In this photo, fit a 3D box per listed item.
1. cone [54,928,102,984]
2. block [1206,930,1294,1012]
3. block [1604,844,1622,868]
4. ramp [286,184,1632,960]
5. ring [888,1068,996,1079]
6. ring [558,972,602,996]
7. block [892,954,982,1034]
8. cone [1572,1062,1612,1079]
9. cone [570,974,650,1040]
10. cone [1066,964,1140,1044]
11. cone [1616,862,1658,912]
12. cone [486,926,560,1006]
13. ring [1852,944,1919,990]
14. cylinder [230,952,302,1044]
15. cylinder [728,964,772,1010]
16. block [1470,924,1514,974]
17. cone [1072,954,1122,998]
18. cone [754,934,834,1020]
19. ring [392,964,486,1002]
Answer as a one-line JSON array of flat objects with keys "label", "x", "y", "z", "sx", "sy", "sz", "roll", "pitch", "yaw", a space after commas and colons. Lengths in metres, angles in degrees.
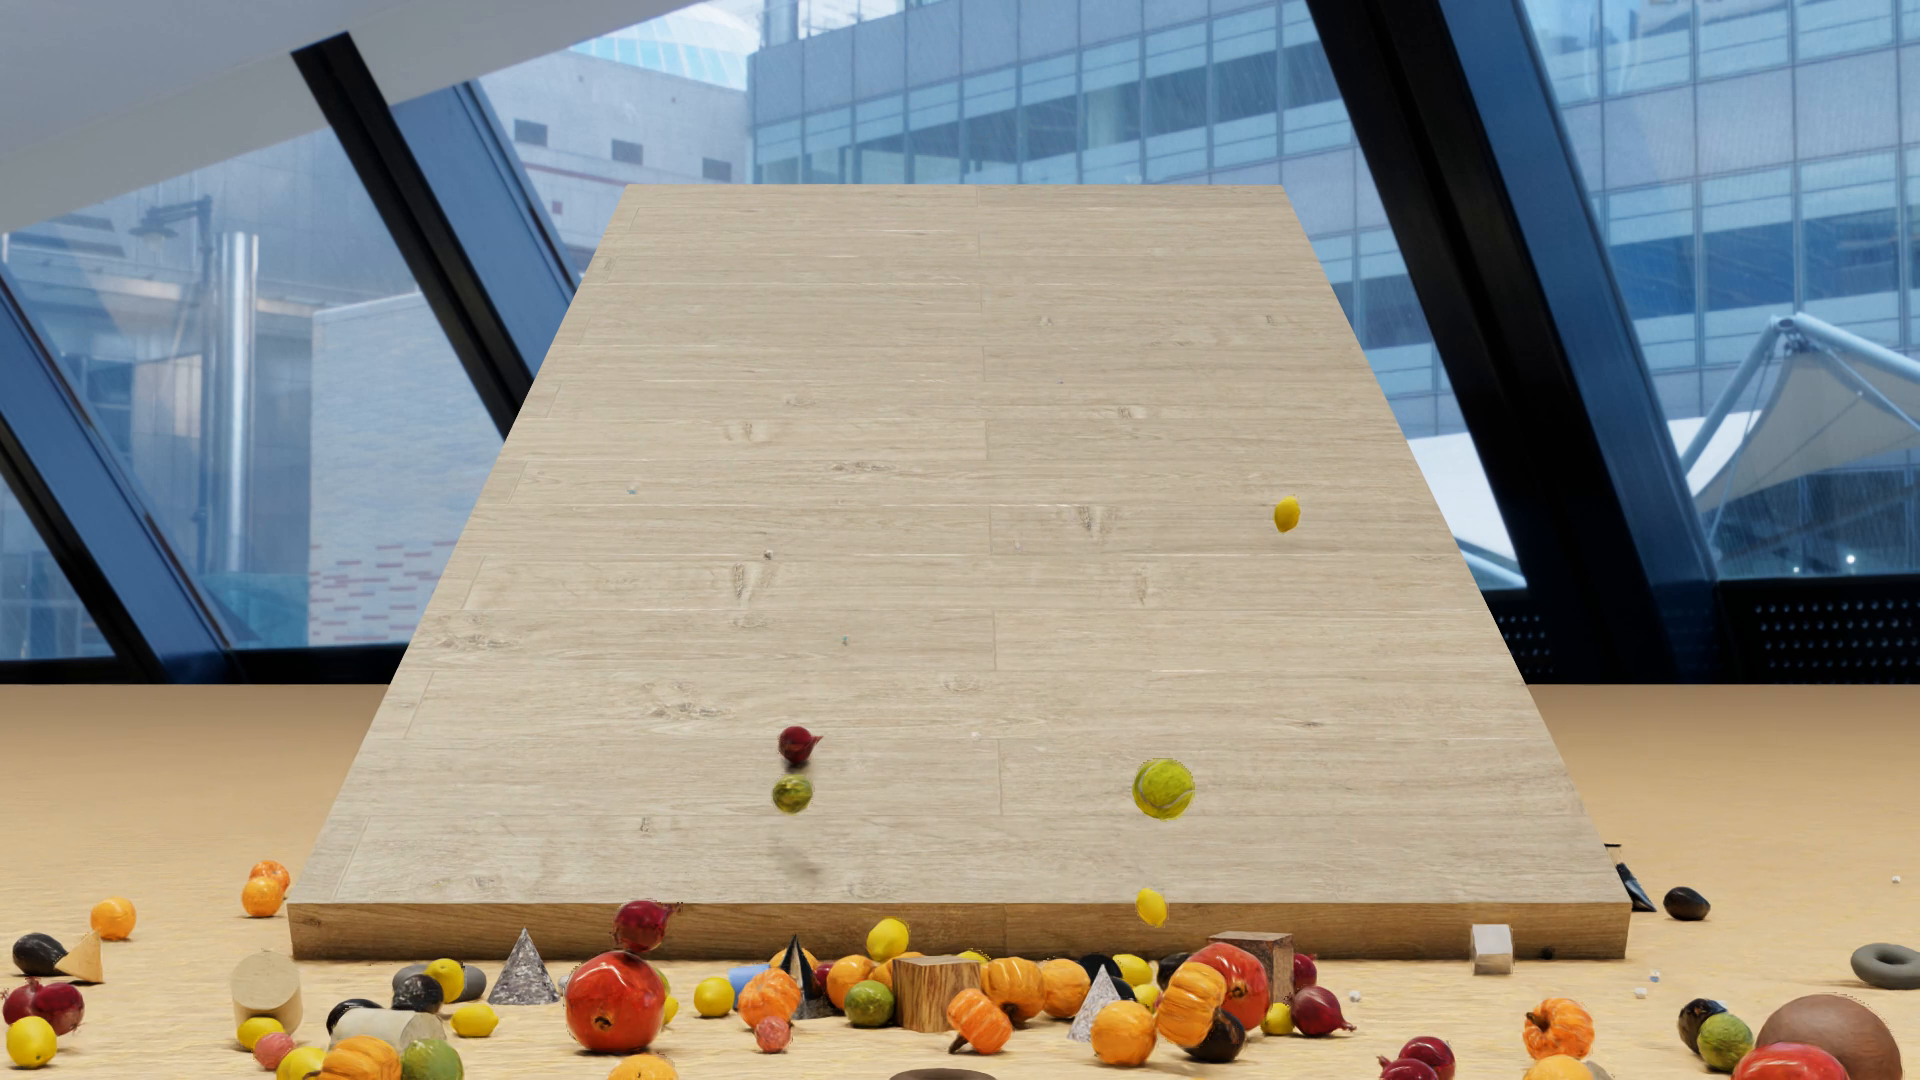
[{"label": "cone", "x": -1.209, "y": 0.570, "z": 3.228, "sx": 0.069, "sy": 0.069, "sz": 0.069, "roll": 21, "pitch": -10, "yaw": 4}, {"label": "block", "x": 0.376, "y": 0.557, "z": 3.013, "sx": 0.089, "sy": 0.089, "sz": 0.089, "roll": -2, "pitch": -4, "yaw": 25}, {"label": "block", "x": 1.271, "y": 0.654, "z": 4.637, "sx": 0.089, "sy": 0.089, "sz": 0.089, "roll": -1, "pitch": -4, "yaw": 20}, {"label": "ramp", "x": -0.008, "y": -0.228, "z": 5.304, "sx": 2.000, "sy": 0.100, "sz": 4.000, "roll": 0, "pitch": 24, "yaw": 0}, {"label": "ring", "x": -0.016, "y": 0.537, "z": 2.246, "sx": 0.120, "sy": 0.040, "sz": 0.120, "roll": 1, "pitch": -3, "yaw": 0}, {"label": "ring", "x": -0.501, "y": 0.596, "z": 3.116, "sx": 0.077, "sy": 0.026, "sz": 0.077, "roll": 0, "pitch": -2, "yaw": 0}, {"label": "block", "x": -0.029, "y": 0.551, "z": 2.827, "sx": 0.080, "sy": 0.080, "sz": 0.080, "roll": 2, "pitch": -4, "yaw": -28}, {"label": "cone", "x": 0.585, "y": 0.540, "z": 2.221, "sx": 0.065, "sy": 0.065, "sz": 0.065, "roll": 4, "pitch": -32, "yaw": -47}, {"label": "cone", "x": -0.400, "y": 0.568, "z": 2.749, "sx": 0.084, "sy": 0.084, "sz": 0.084, "roll": 32, "pitch": -19, "yaw": -27}, {"label": "cone", "x": 0.168, "y": 0.542, "z": 2.740, "sx": 0.087, "sy": 0.087, "sz": 0.087, "roll": 0, "pitch": -3, "yaw": 0}, {"label": "cone", "x": 1.228, "y": 0.653, "z": 4.235, "sx": 0.096, "sy": 0.096, "sz": 0.096, "roll": 30, "pitch": 14, "yaw": 33}, {"label": "cone", "x": -0.572, "y": 0.556, "z": 3.056, "sx": 0.097, "sy": 0.097, "sz": 0.097, "roll": 0, "pitch": -3, "yaw": 0}, {"label": "ring", "x": 1.278, "y": 0.586, "z": 3.194, "sx": 0.104, "sy": 0.035, "sz": 0.104, "roll": 0, "pitch": 16, "yaw": 0}, {"label": "cylinder", "x": -0.801, "y": 0.529, "z": 2.689, "sx": 0.076, "sy": 0.076, "sz": 0.076, "roll": 1, "pitch": -41, "yaw": -11}, {"label": "cylinder", "x": -0.268, "y": 0.571, "z": 2.977, "sx": 0.052, "sy": 0.052, "sz": 0.052, "roll": -7, "pitch": -3, "yaw": 0}, {"label": "block", "x": 0.757, "y": 0.583, "z": 3.316, "sx": 0.051, "sy": 0.051, "sz": 0.051, "roll": -2, "pitch": -45, "yaw": 5}, {"label": "cone", "x": 0.181, "y": 0.591, "z": 3.075, "sx": 0.067, "sy": 0.067, "sz": 0.067, "roll": 0, "pitch": -30, "yaw": 4}, {"label": "cone", "x": -0.208, "y": 0.547, "z": 2.930, "sx": 0.100, "sy": 0.100, "sz": 0.100, "roll": 0, "pitch": -3, "yaw": 0}, {"label": "ring", "x": -0.688, "y": 0.585, "z": 3.074, "sx": 0.123, "sy": 0.041, "sz": 0.123, "roll": 1, "pitch": -3, "yaw": 0}]
